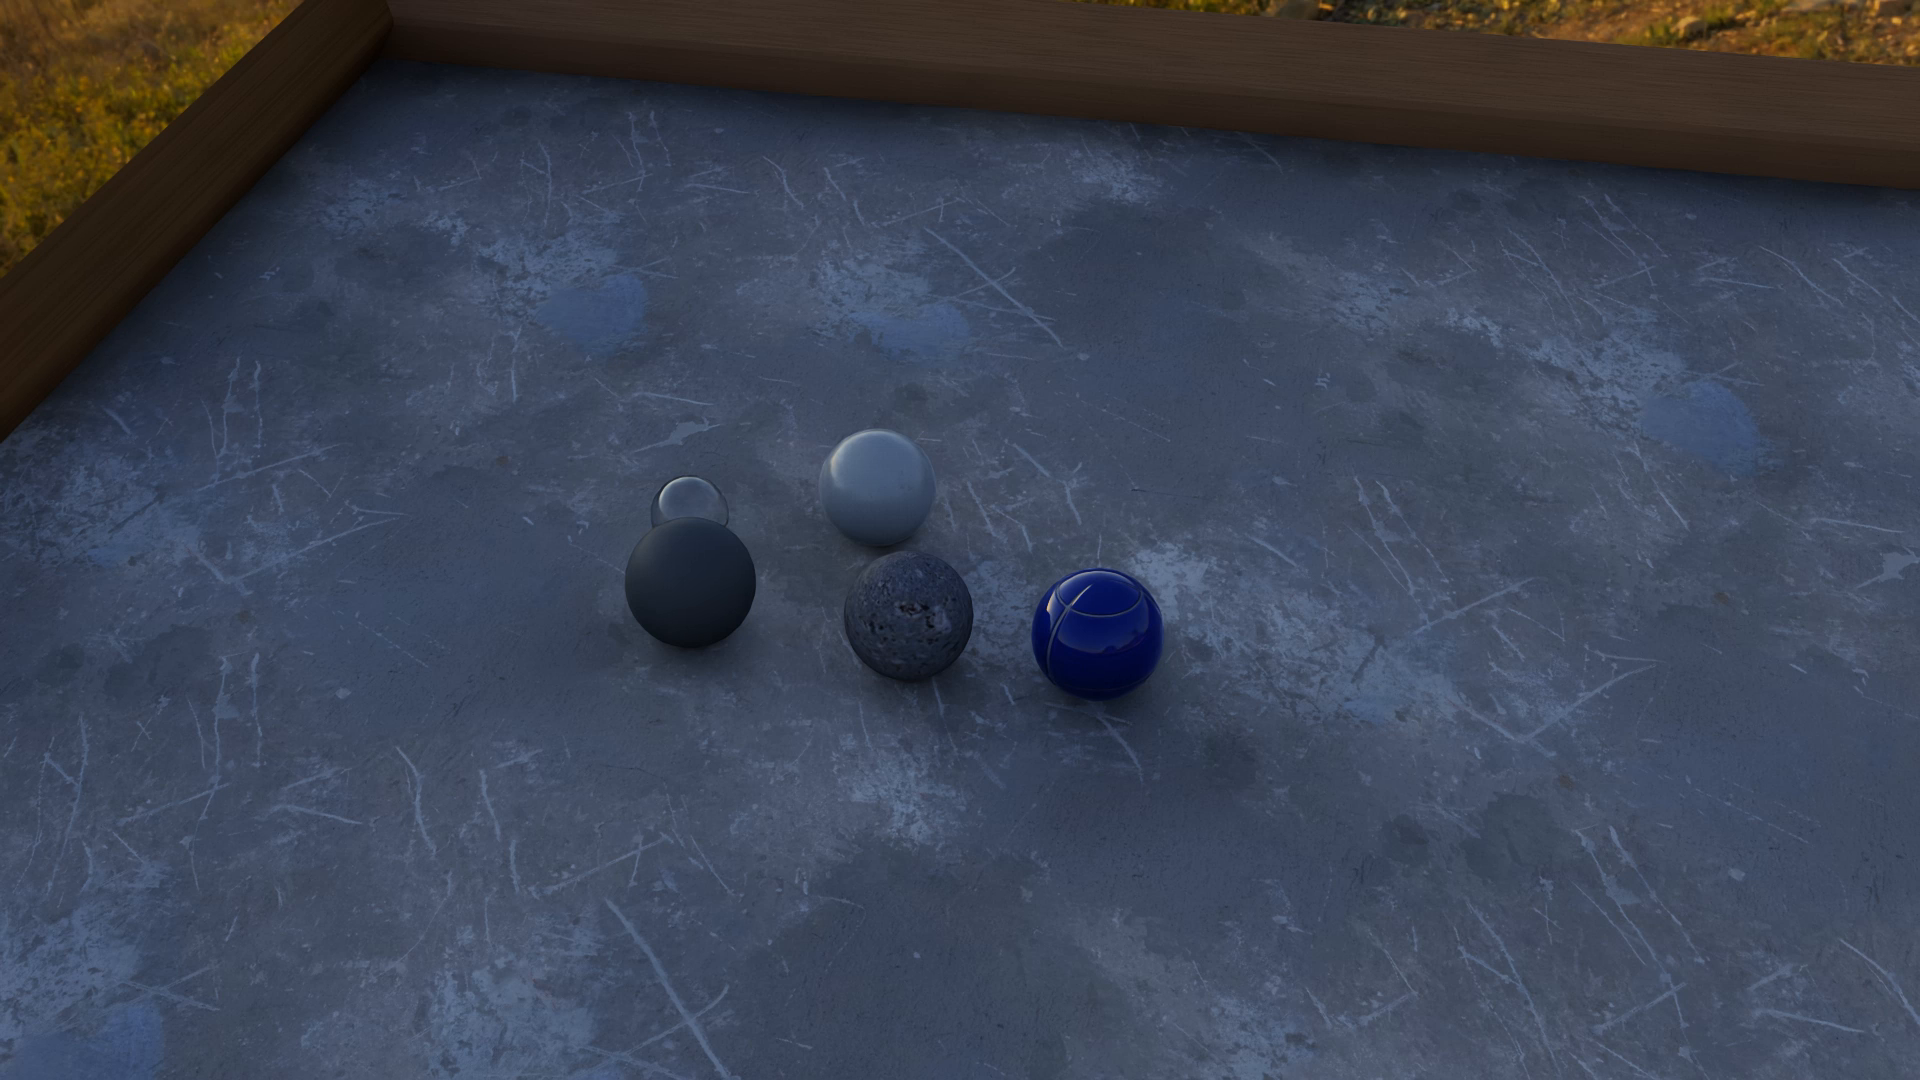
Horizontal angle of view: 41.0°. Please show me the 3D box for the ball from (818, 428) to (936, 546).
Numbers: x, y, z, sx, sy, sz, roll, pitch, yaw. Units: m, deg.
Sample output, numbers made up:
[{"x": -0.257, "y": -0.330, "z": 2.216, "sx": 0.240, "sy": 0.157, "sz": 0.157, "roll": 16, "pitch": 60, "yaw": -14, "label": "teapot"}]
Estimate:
[{"x": -0.066, "y": -0.042, "z": 2.043, "sx": 0.094, "sy": 0.094, "sz": 0.094, "roll": 0, "pitch": 34, "yaw": 0, "label": "ball"}]

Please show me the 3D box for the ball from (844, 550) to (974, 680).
[{"x": -0.038, "y": 0.056, "z": 1.896, "sx": 0.096, "sy": 0.096, "sz": 0.096, "roll": 0, "pitch": 34, "yaw": 0, "label": "ball"}]

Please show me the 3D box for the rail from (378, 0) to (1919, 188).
[{"x": 1.003, "y": -0.392, "z": 2.533, "sx": 3.388, "sy": 0.128, "sz": 0.045, "roll": 7, "pitch": 34, "yaw": 10, "label": "rail"}]

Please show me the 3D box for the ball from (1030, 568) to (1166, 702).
[{"x": 0.101, "y": 0.069, "z": 1.875, "sx": 0.098, "sy": 0.098, "sz": 0.098, "roll": 0, "pitch": 34, "yaw": 0, "label": "ball"}]

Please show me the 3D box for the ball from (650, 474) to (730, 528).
[{"x": -0.215, "y": -0.021, "z": 2.040, "sx": 0.062, "sy": 0.062, "sz": 0.062, "roll": 0, "pitch": 34, "yaw": 0, "label": "ball"}]

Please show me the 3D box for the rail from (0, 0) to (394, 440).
[{"x": -0.806, "y": -0.109, "z": 2.111, "sx": 0.045, "sy": 0.128, "sz": 1.770, "roll": 7, "pitch": 34, "yaw": 10, "label": "rail"}]

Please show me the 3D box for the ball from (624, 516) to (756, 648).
[{"x": -0.203, "y": 0.032, "z": 1.929, "sx": 0.099, "sy": 0.099, "sz": 0.099, "roll": 0, "pitch": 34, "yaw": 0, "label": "ball"}]
